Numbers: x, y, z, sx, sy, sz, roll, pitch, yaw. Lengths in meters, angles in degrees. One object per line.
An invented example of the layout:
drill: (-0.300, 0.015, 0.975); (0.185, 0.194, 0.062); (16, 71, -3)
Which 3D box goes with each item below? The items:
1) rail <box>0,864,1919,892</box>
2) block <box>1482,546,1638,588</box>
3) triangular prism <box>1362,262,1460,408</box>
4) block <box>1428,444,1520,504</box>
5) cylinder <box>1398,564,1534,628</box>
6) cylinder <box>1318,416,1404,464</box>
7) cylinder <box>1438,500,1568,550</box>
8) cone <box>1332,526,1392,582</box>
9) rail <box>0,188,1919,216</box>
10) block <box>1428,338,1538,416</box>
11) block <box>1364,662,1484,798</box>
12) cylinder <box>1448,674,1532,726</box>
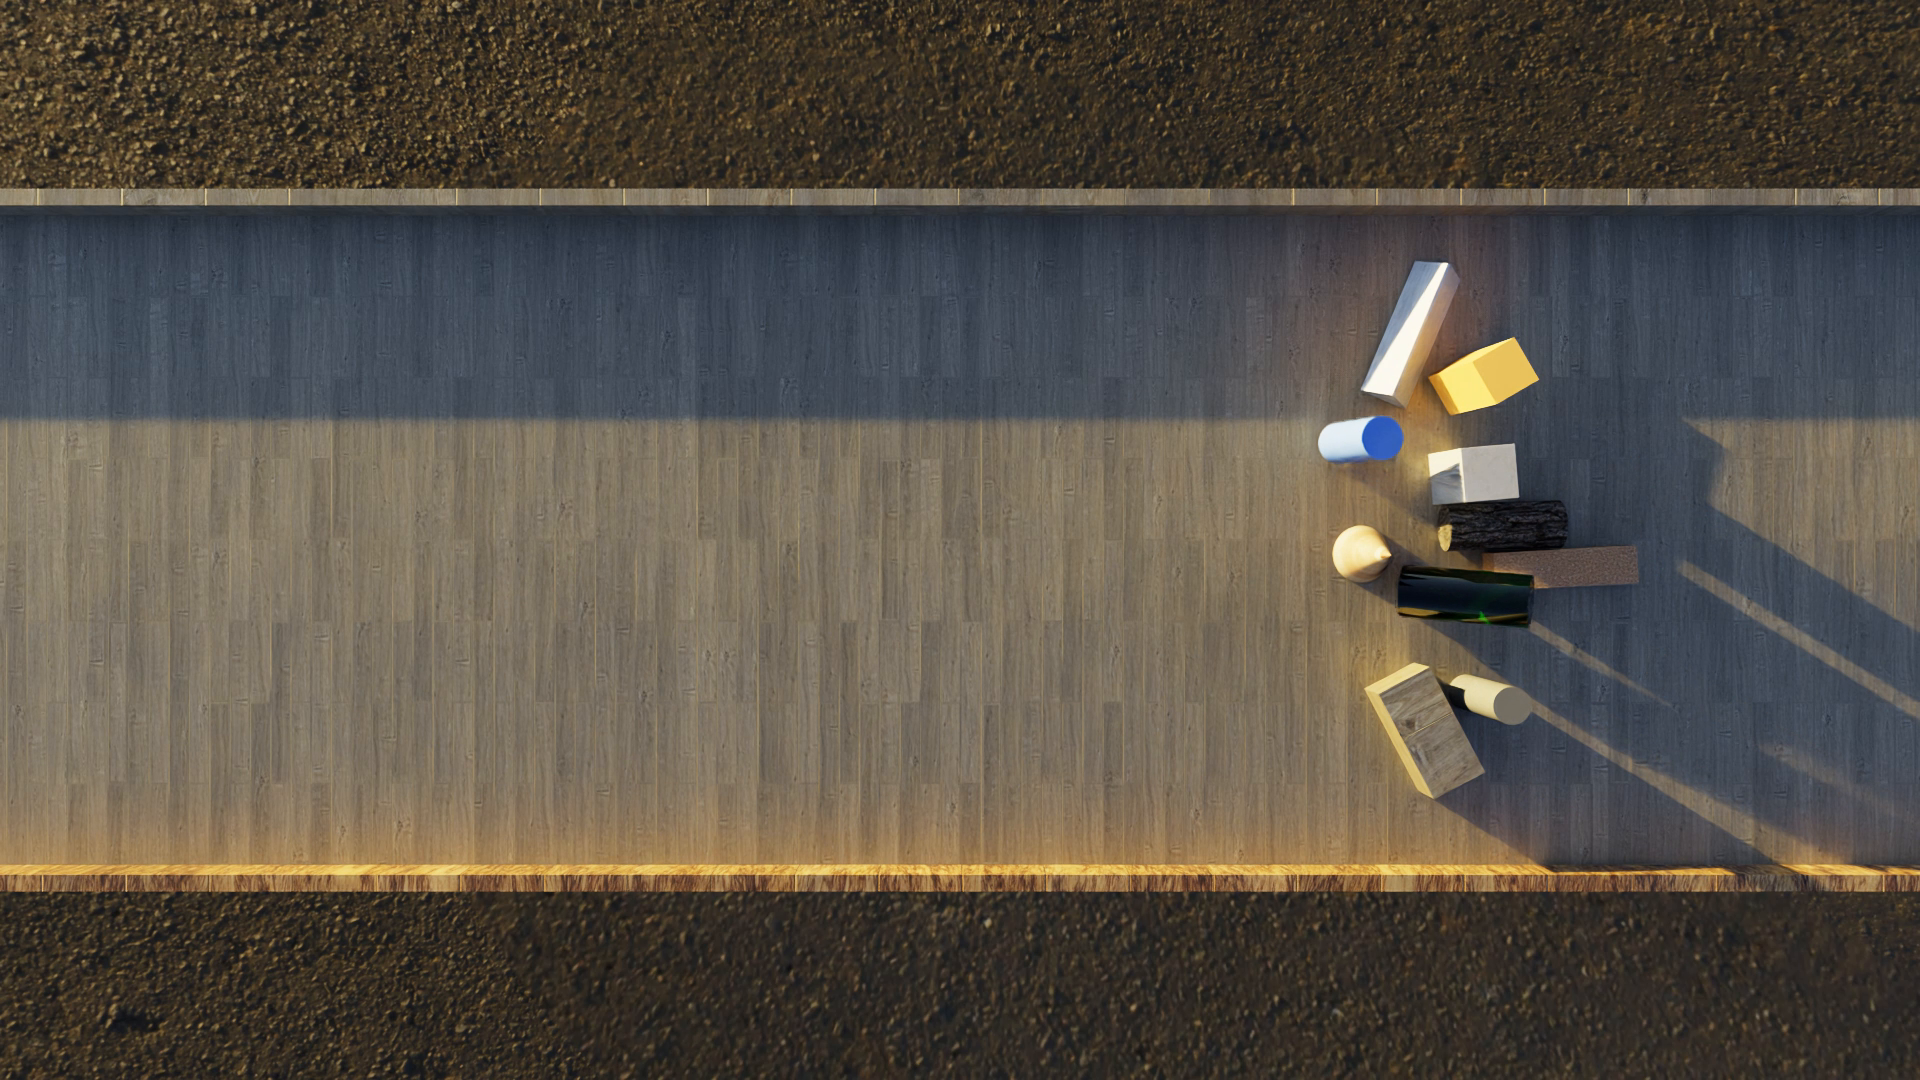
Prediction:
rail: (-2.247, 1.025, 5.001); (12.000, 0.150, 0.050); (0, 90, 0)
block: (1.824, 0.084, 5.020); (0.431, 0.114, 0.114); (-3, 90, 0)
triangular prism: (1.384, -0.630, 5.009); (0.148, 0.128, 0.431); (23, 90, 0)
block: (1.526, -0.193, 4.913); (0.156, 0.327, 0.156); (-5, 90, 0)
cylinder: (1.511, 0.167, 4.927); (0.371, 0.158, 0.158); (5, 90, 25)
cylinder: (1.188, -0.295, 4.902); (0.126, 0.334, 0.126); (0, 91, -9)
cylinder: (1.645, -0.043, 5.005); (0.349, 0.143, 0.143); (-2, 90, 0)
cone: (1.236, 0.044, 4.901); (0.177, 0.351, 0.177); (0, 90, 0)
rail: (-2.247, -1.025, 5.002); (12.000, 0.150, 0.050); (0, 90, 0)
block: (1.532, -0.476, 4.850); (0.137, 0.452, 0.137); (-30, 90, 1)
block: (1.403, 0.574, 4.990); (0.172, 0.172, 0.354); (-28, 90, 0)
cylinder: (1.558, 0.468, 4.864); (0.108, 0.425, 0.108); (0, 90, 0)
